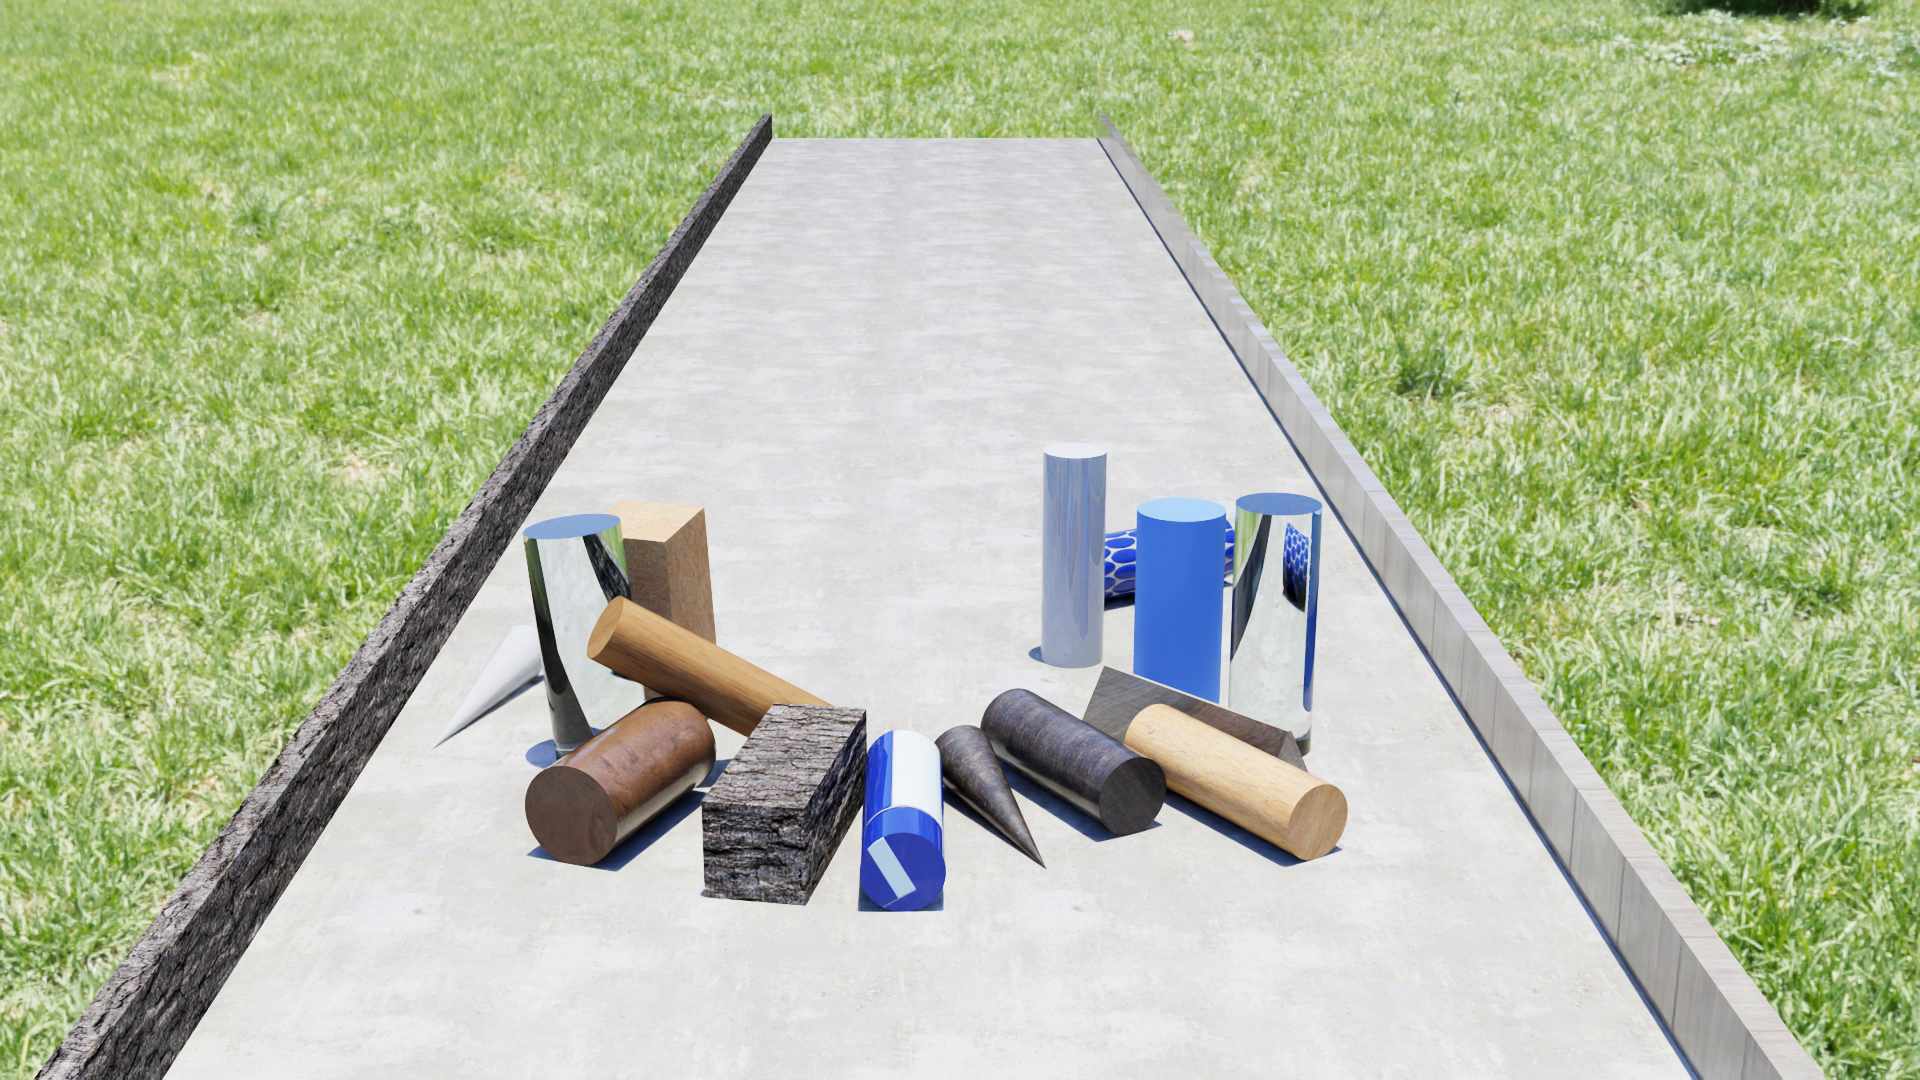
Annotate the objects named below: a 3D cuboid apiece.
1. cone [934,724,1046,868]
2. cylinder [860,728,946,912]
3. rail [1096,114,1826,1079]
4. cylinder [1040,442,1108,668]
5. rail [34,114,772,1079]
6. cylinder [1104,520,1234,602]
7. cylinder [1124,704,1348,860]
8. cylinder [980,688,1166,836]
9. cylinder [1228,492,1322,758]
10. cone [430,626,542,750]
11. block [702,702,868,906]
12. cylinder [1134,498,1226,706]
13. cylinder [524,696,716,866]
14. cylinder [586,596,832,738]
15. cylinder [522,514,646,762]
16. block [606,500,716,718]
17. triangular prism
[{"bbox_3d":[0.068,0.445,3.628,0.117,0.117,0.371,-7,27,-21],"label":"cone"},{"bbox_3d":[-0.091,0.441,3.516,0.131,0.131,0.423,0,17,-1],"label":"cylinder"},{"bbox_3d":[0.932,-0.844,7.801,0.050,0.150,12.000,0,17,-1],"label":"rail"},{"bbox_3d":[0.225,0.031,4.366,0.126,0.431,0.126,0,17,0],"label":"cylinder"},{"bbox_3d":[-1.118,-0.838,7.780,0.050,0.150,12.000,0,17,-1],"label":"rail"},{"bbox_3d":[0.406,0.044,4.823,0.406,0.145,0.145,-10,19,-30],"label":"cylinder"},{"bbox_3d":[0.453,0.398,3.665,0.128,0.128,0.425,-10,20,-31],"label":"cylinder"},{"bbox_3d":[0.187,0.372,3.738,0.135,0.135,0.373,-10,19,-29],"label":"cylinder"},{"bbox_3d":[0.558,0.155,3.910,0.151,0.454,0.151,0,17,0],"label":"cylinder"},{"bbox_3d":[-0.903,0.297,4.134,0.106,0.106,0.418,4,24,14],"label":"cone"},{"bbox_3d":[-0.275,0.417,3.544,0.160,0.160,0.428,3,17,10],"label":"block"},{"bbox_3d":[0.410,0.128,4.120,0.165,0.386,0.165,0,17,0],"label":"cylinder"},{"bbox_3d":[-0.553,0.391,3.616,0.168,0.168,0.333,6,18,21],"label":"cylinder"},{"bbox_3d":[-0.421,0.248,3.795,0.444,0.118,0.118,30,5,-23],"label":"cylinder"},{"bbox_3d":[-0.650,0.180,3.851,0.169,0.424,0.169,-5,15,1],"label":"cylinder"},{"bbox_3d":[-0.562,0.144,4.023,0.166,0.392,0.166,5,24,18],"label":"block"},{"bbox_3d":[0.414,0.330,3.909,0.129,0.112,0.441,-14,21,-39],"label":"triangular prism"}]
